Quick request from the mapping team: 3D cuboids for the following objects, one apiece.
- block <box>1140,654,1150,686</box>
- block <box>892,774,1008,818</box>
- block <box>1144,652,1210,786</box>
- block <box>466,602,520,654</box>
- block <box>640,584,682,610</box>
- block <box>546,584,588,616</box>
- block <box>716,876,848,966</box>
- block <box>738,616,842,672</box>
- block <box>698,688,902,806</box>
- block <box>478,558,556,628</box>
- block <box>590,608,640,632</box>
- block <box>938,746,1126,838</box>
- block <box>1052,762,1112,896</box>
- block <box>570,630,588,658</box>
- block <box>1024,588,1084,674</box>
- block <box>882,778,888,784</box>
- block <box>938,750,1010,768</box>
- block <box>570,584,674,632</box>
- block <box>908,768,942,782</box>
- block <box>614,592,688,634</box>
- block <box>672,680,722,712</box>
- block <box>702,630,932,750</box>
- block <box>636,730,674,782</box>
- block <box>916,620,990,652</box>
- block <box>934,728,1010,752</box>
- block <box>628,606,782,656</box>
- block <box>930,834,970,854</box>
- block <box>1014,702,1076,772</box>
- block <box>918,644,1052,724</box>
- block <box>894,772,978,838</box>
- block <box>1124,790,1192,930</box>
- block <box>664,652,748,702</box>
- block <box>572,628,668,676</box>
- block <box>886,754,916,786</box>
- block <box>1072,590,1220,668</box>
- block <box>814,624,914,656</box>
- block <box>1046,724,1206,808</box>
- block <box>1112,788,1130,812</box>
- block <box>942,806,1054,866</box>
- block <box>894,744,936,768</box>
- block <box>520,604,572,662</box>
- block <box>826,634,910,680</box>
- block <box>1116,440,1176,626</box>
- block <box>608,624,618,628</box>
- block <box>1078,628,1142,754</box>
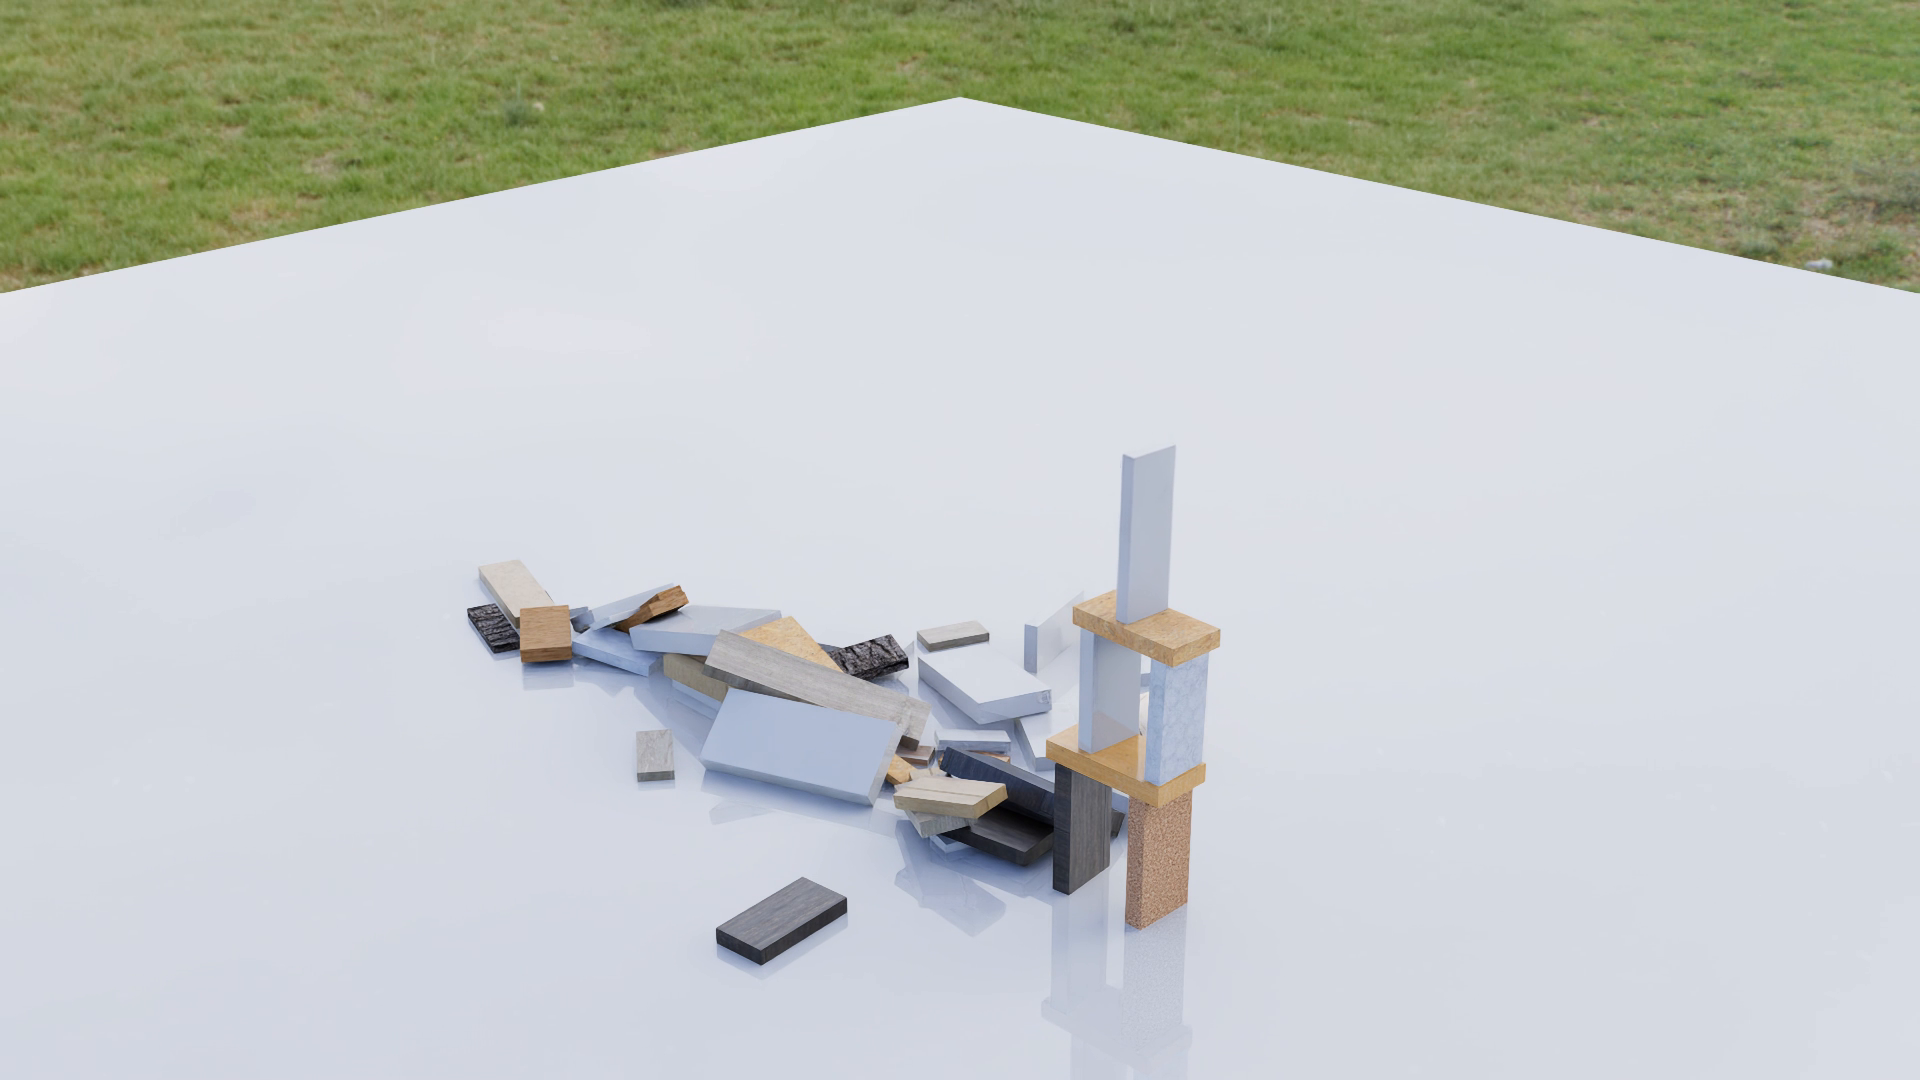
[{"bbox_3d":[0.378,0.272,5.076,0.118,0.034,0.237,-5,23,-11],"label":"block"},{"bbox_3d":[-0.020,0.501,4.295,0.204,0.029,0.102,1,19,40],"label":"block"},{"bbox_3d":[0.388,0.306,3.932,0.035,0.246,0.123,22,31,39],"label":"block"},{"bbox_3d":[-1.109,0.210,5.241,0.070,0.020,0.236,-11,25,-24],"label":"block"},{"bbox_3d":[-0.698,0.138,5.135,0.061,0.017,0.122,-22,-5,-32],"label":"block"},{"bbox_3d":[-0.963,0.150,5.382,0.070,0.020,0.140,-10,25,-22],"label":"block"},{"bbox_3d":[-0.328,0.702,4.064,0.115,0.033,0.230,18,29,36],"label":"block"},{"bbox_3d":[-0.334,0.320,4.756,0.179,0.051,0.357,-19,53,-40],"label":"block"},{"bbox_3d":[-0.333,0.428,4.573,0.392,0.049,0.172,10,60,22],"label":"block"},{"bbox_3d":[-1.089,0.130,5.415,0.107,0.030,0.339,-11,25,-24],"label":"block"},{"bbox_3d":[-0.804,0.185,5.142,0.061,0.017,0.122,-22,-2,29],"label":"block"},{"bbox_3d":[0.143,0.504,4.409,0.345,0.049,0.172,20,0,39],"label":"block"},{"bbox_3d":[0.233,0.524,4.178,0.038,0.271,0.135,17,28,35],"label":"block"},{"bbox_3d":[-0.913,0.241,5.167,0.140,0.020,0.070,14,27,30],"label":"block"},{"bbox_3d":[0.220,0.208,5.118,0.034,0.118,0.237,12,26,27],"label":"block"},{"bbox_3d":[-0.186,0.475,4.619,0.121,0.017,0.060,16,28,34],"label":"block"},{"bbox_3d":[0.031,0.468,4.633,0.137,0.019,0.068,8,24,19],"label":"block"},{"bbox_3d":[-0.805,0.161,5.268,0.231,0.033,0.116,-19,-2,-38],"label":"block"},{"bbox_3d":[-0.055,0.517,4.488,0.068,0.019,0.137,-6,34,-14],"label":"block"},{"bbox_3d":[-0.728,0.179,5.151,0.103,0.029,0.206,-21,-5,-40],"label":"block"},{"bbox_3d":[-0.542,0.334,4.937,0.103,0.029,0.206,-21,31,-40],"label":"block"},{"bbox_3d":[-0.303,0.319,4.697,0.483,0.033,0.116,20,40,0],"label":"block"},{"bbox_3d":[-0.646,0.456,4.659,0.077,0.022,0.185,-3,23,-8],"label":"block"},{"bbox_3d":[-0.016,0.226,5.199,0.154,0.022,0.077,-10,25,-21],"label":"block"},{"bbox_3d":[0.026,0.427,4.692,0.154,0.022,0.077,2,12,-9],"label":"block"},{"bbox_3d":[-0.576,0.204,4.987,0.179,0.051,0.357,-21,14,-38],"label":"block"},{"bbox_3d":[0.016,0.581,4.366,0.137,0.019,0.068,-12,26,-26],"label":"block"},{"bbox_3d":[0.197,0.421,4.725,0.118,0.034,0.237,-4,23,-9],"label":"block"},{"bbox_3d":[0.052,0.317,4.899,0.172,0.049,0.345,-10,18,-22],"label":"block"},{"bbox_3d":[-0.048,0.523,4.356,0.115,0.033,0.229,-14,15,-11],"label":"block"},{"bbox_3d":[0.368,0.573,4.064,0.038,0.271,0.135,21,31,41],"label":"block"},{"bbox_3d":[-0.475,0.305,4.903,0.357,0.051,0.179,20,30,39],"label":"block"},{"bbox_3d":[-0.783,0.255,5.094,0.206,0.029,0.103,16,27,19],"label":"block"},{"bbox_3d":[-0.124,0.485,4.564,0.121,0.017,0.060,32,37,31],"label":"block"},{"bbox_3d":[0.332,0.154,3.931,0.123,0.035,0.246,-20,30,-38],"label":"block"},{"bbox_3d":[-0.227,0.249,5.136,0.214,0.030,0.107,10,25,22],"label":"block"},{"bbox_3d":[0.304,0.407,4.060,0.271,0.038,0.135,21,31,40],"label":"block"},{"bbox_3d":[0.322,0.521,4.444,0.204,0.029,0.102,18,3,37],"label":"block"},{"bbox_3d":[0.067,0.569,4.328,0.229,0.033,0.115,16,28,33],"label":"block"},{"bbox_3d":[-0.119,0.454,4.670,0.121,0.017,0.060,6,24,14],"label":"block"},{"bbox_3d":[-0.971,0.218,5.154,0.116,0.033,0.231,-4,23,-10],"label":"block"},{"bbox_3d":[-0.236,0.282,5.009,0.214,0.030,0.107,-16,33,-18],"label":"block"},{"bbox_3d":[0.327,-0.012,3.871,0.102,0.317,0.029,-18,30,-37],"label":"block"},{"bbox_3d":[-0.777,0.177,5.233,0.122,0.017,0.061,-21,-2,28],"label":"block"},{"bbox_3d":[0.276,0.260,4.042,0.123,0.246,0.035,-18,29,-36],"label":"block"}]
